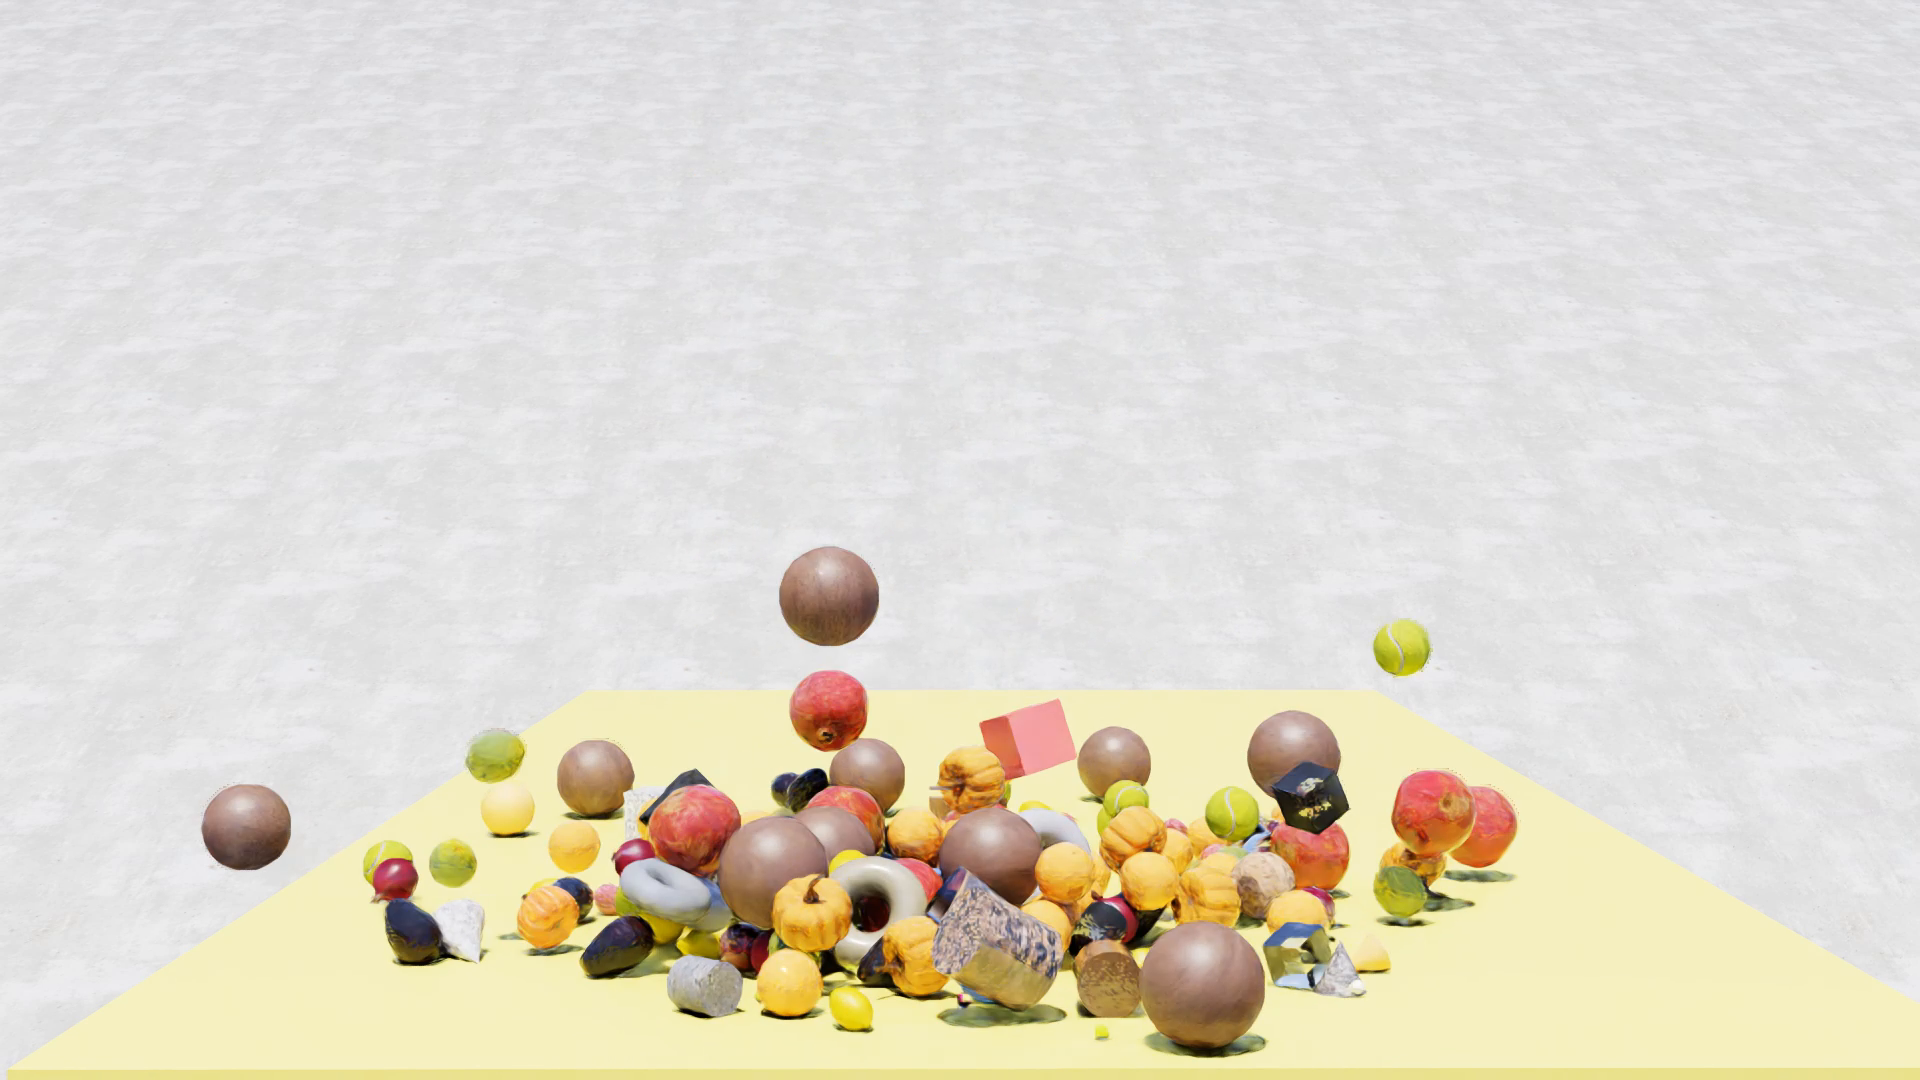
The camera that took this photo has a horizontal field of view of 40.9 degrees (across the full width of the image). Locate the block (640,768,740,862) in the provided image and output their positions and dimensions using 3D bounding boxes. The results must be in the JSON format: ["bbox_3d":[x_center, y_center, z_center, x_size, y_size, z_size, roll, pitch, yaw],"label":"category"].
[{"bbox_3d":[-0.345,0.351,3.280,0.080,0.080,0.080,-47,8,-21],"label":"block"}]

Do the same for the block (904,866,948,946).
[{"bbox_3d":[-0.065,0.454,3.207,0.084,0.084,0.084,2,0,9],"label":"block"}]

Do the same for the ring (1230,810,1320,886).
[{"bbox_3d":[0.445,0.435,3.642,0.145,0.048,0.145,32,12,-7],"label":"ring"}]

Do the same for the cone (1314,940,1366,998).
[{"bbox_3d":[0.429,0.480,2.904,0.059,0.059,0.059,0,2,0],"label":"cone"}]

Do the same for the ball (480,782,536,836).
[{"bbox_3d":[-0.717,0.426,4.082,0.086,0.086,0.086,0,24,0],"label":"ball"}]

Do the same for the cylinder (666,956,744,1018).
[{"bbox_3d":[-0.277,0.484,2.798,0.059,0.059,0.059,2,19,46],"label":"cylinder"}]

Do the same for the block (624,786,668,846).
[{"bbox_3d":[-0.472,0.431,4.028,0.080,0.080,0.080,1,2,18],"label":"block"}]

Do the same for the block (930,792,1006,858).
[{"bbox_3d":[0.012,0.432,3.911,0.084,0.084,0.084,-2,3,-37],"label":"block"}]

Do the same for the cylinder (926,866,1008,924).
[{"bbox_3d":[0.008,0.429,3.005,0.070,0.070,0.070,37,35,11],"label":"cylinder"}]

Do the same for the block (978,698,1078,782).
[{"bbox_3d":[0.102,0.300,3.865,0.094,0.094,0.094,-16,-2,-29],"label":"block"}]

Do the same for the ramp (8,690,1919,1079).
[{"bbox_3d":[0.055,0.502,4.547,2.000,0.100,4.000,0,2,0],"label":"ramp"}]

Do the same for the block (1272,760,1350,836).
[{"bbox_3d":[0.441,0.324,3.236,0.060,0.060,0.060,-35,25,-25],"label":"block"}]

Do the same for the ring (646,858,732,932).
[{"bbox_3d":[-0.338,0.433,3.145,0.134,0.045,0.134,29,4,-2],"label":"ring"}]

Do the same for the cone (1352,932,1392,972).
[{"bbox_3d":[0.469,0.493,3.013,0.050,0.050,0.050,-30,29,-3],"label":"cone"}]

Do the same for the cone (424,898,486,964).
[{"bbox_3d":[-0.593,0.486,3.097,0.078,0.078,0.078,-13,35,-27],"label":"cone"}]

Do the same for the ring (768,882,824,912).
[{"bbox_3d":[-0.208,0.475,3.430,0.097,0.032,0.097,1,1,0],"label":"ring"}]

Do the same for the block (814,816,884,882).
[{"bbox_3d":[-0.156,0.440,3.614,0.090,0.090,0.090,0,2,-8],"label":"block"}]

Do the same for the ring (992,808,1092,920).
[{"bbox_3d":[0.108,0.424,3.373,0.146,0.146,0.049,-15,-8,-30],"label":"ring"}]

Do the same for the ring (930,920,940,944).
[{"bbox_3d":[0.009,0.466,3.042,0.094,0.031,0.094,12,47,-14],"label":"ring"}]

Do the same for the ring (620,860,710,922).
[{"bbox_3d":[-0.346,0.413,3.027,0.114,0.038,0.114,22,9,-4],"label":"ring"}]

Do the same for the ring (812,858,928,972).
[{"bbox_3d":[-0.105,0.441,3.035,0.140,0.047,0.140,-2,66,5],"label":"ring"}]

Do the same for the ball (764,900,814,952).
[{"bbox_3d":[-0.202,0.458,3.057,0.060,0.060,0.060,0,24,0],"label":"ball"}]

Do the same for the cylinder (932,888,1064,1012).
[{"bbox_3d":[0.040,0.439,2.754,0.100,0.100,0.100,32,11,-26],"label":"cylinder"}]

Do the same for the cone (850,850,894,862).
[{"bbox_3d":[-0.122,0.471,3.490,0.080,0.080,0.080,2,65,-5],"label":"cone"}]

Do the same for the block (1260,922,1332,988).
[{"bbox_3d":[0.385,0.472,2.931,0.052,0.052,0.052,-3,22,45],"label":"block"}]

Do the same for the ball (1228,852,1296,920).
[{"bbox_3d":[0.394,0.450,3.357,0.088,0.088,0.088,0,24,0],"label":"ball"}]

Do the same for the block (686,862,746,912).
[{"bbox_3d":[-0.325,0.463,3.422,0.057,0.057,0.057,-2,3,-38],"label":"block"}]

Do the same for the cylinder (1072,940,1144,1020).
[{"bbox_3d":[0.161,0.477,2.803,0.073,0.073,0.073,-1,2,-2],"label":"cylinder"}]

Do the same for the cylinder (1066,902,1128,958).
[{"bbox_3d":[0.162,0.467,3.042,0.055,0.055,0.055,12,43,26],"label":"cylinder"}]
